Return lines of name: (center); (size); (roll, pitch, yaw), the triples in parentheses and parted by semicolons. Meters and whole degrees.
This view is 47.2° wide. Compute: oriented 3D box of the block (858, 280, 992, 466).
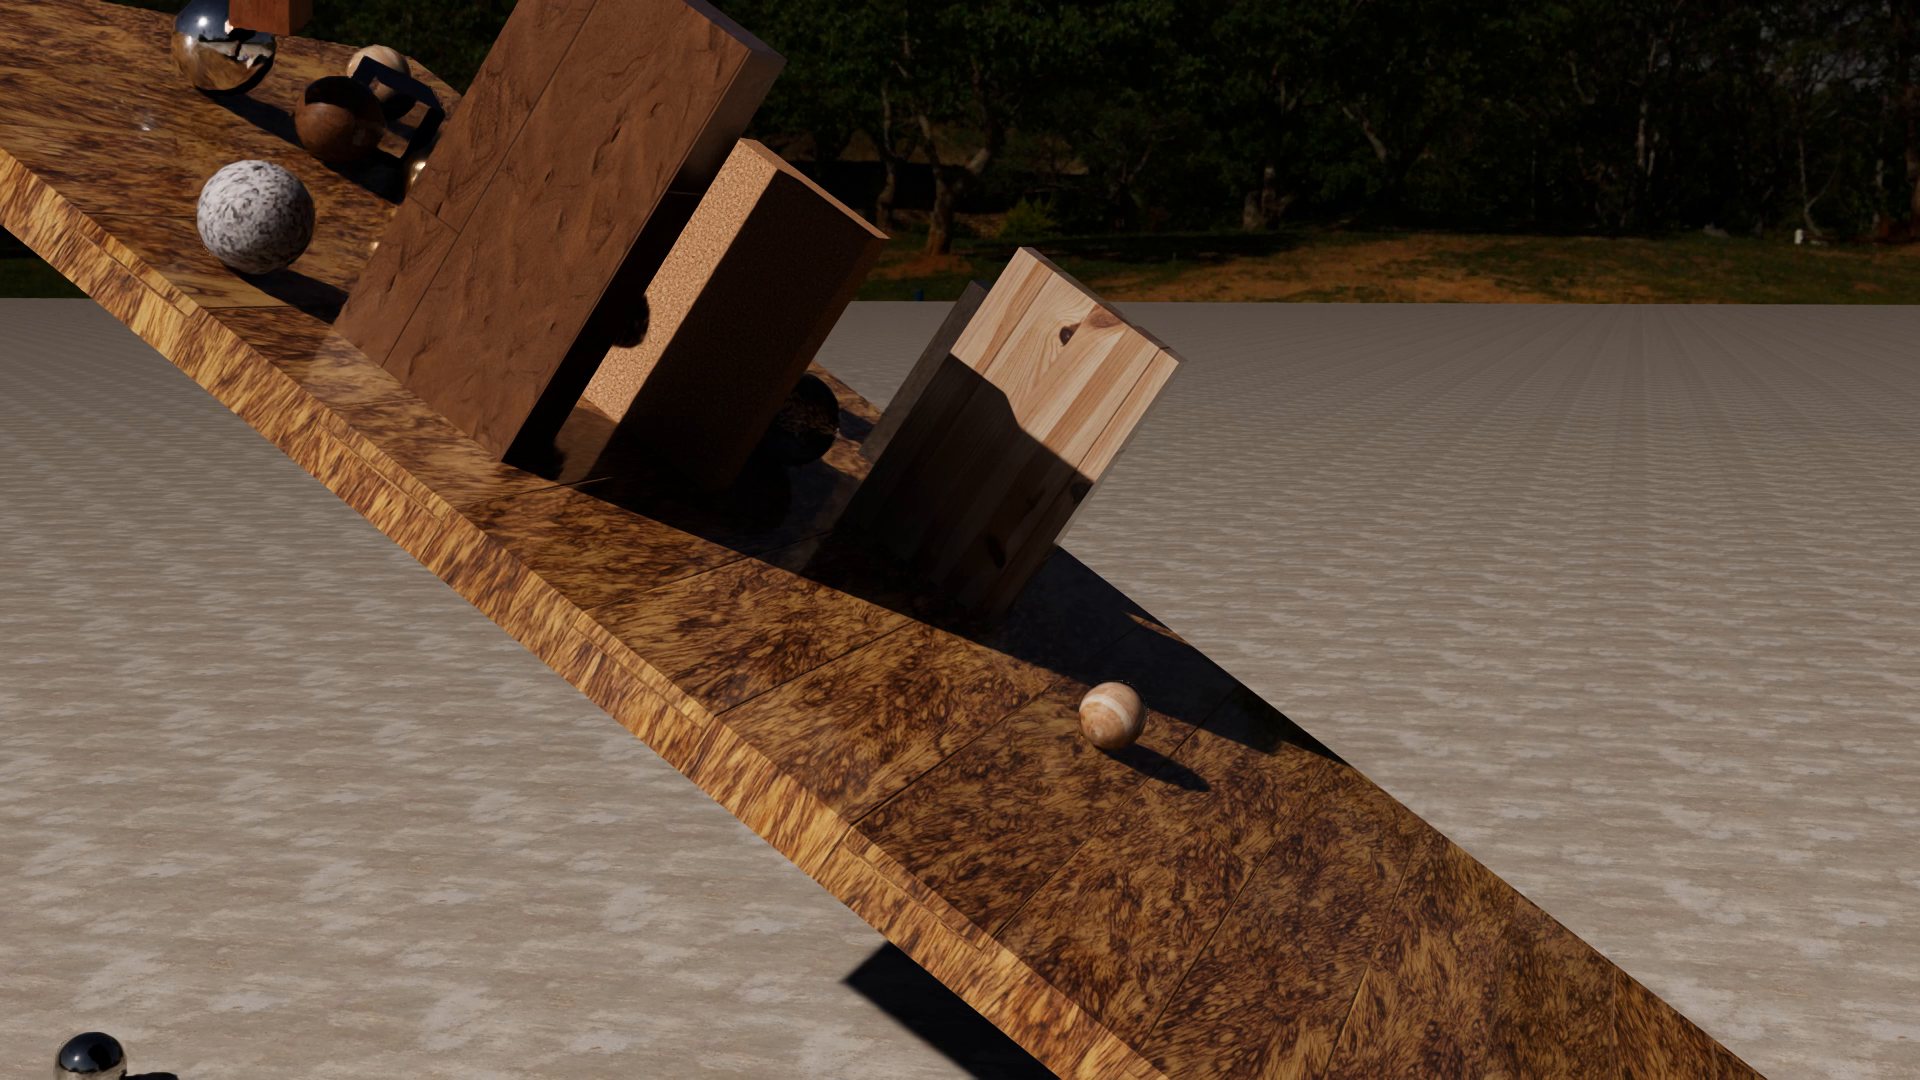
block: (0.062, -0.258, 4.649); (0.372, 0.447, 0.096); (37, 16, 10)

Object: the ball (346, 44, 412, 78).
ball: (-1.251, -0.996, 4.737); (0.138, 0.138, 0.138); (0, 7, 0)

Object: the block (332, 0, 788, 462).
block: (-0.638, -0.542, 3.466); (0.364, 0.759, 0.146); (37, 16, 10)

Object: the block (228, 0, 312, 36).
block: (-1.268, -1.007, 4.046); (0.113, 0.113, 0.113); (10, 30, 2)

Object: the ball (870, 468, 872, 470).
ball: (-0.129, -0.115, 4.399); (0.113, 0.113, 0.113); (0, 7, 0)

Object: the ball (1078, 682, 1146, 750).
ball: (0.275, 0.318, 3.970); (0.123, 0.123, 0.123); (0, 7, 0)

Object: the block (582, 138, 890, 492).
block: (-0.406, -0.399, 3.919); (0.306, 0.545, 0.100); (37, 16, 10)

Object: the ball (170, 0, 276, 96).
ball: (-1.395, -0.939, 4.168); (0.190, 0.190, 0.190); (0, 7, 0)

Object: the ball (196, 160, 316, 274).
ball: (-1.115, -0.512, 3.484); (0.180, 0.180, 0.180); (0, 7, 0)

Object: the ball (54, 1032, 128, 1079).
ball: (-1.948, 1.181, 4.930); (0.154, 0.154, 0.154); (0, 7, 0)

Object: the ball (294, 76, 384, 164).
ball: (-1.194, -0.808, 4.230); (0.169, 0.169, 0.169); (0, 7, 0)

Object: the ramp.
ramp: (-0.094, 0.167, 4.084); (4.000, 0.100, 2.000); (37, 16, 10)

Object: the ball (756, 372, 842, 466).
ball: (-0.324, -0.237, 4.282); (0.185, 0.185, 0.185); (0, 7, 0)

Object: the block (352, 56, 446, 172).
block: (-1.169, -0.866, 4.491); (0.151, 0.151, 0.151); (22, 20, -38)

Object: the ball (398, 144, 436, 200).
ball: (-1.016, -0.697, 4.284); (0.150, 0.150, 0.150); (0, 7, 0)

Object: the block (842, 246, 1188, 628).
block: (0.100, -0.195, 4.205); (0.372, 0.623, 0.089); (37, 16, 10)
